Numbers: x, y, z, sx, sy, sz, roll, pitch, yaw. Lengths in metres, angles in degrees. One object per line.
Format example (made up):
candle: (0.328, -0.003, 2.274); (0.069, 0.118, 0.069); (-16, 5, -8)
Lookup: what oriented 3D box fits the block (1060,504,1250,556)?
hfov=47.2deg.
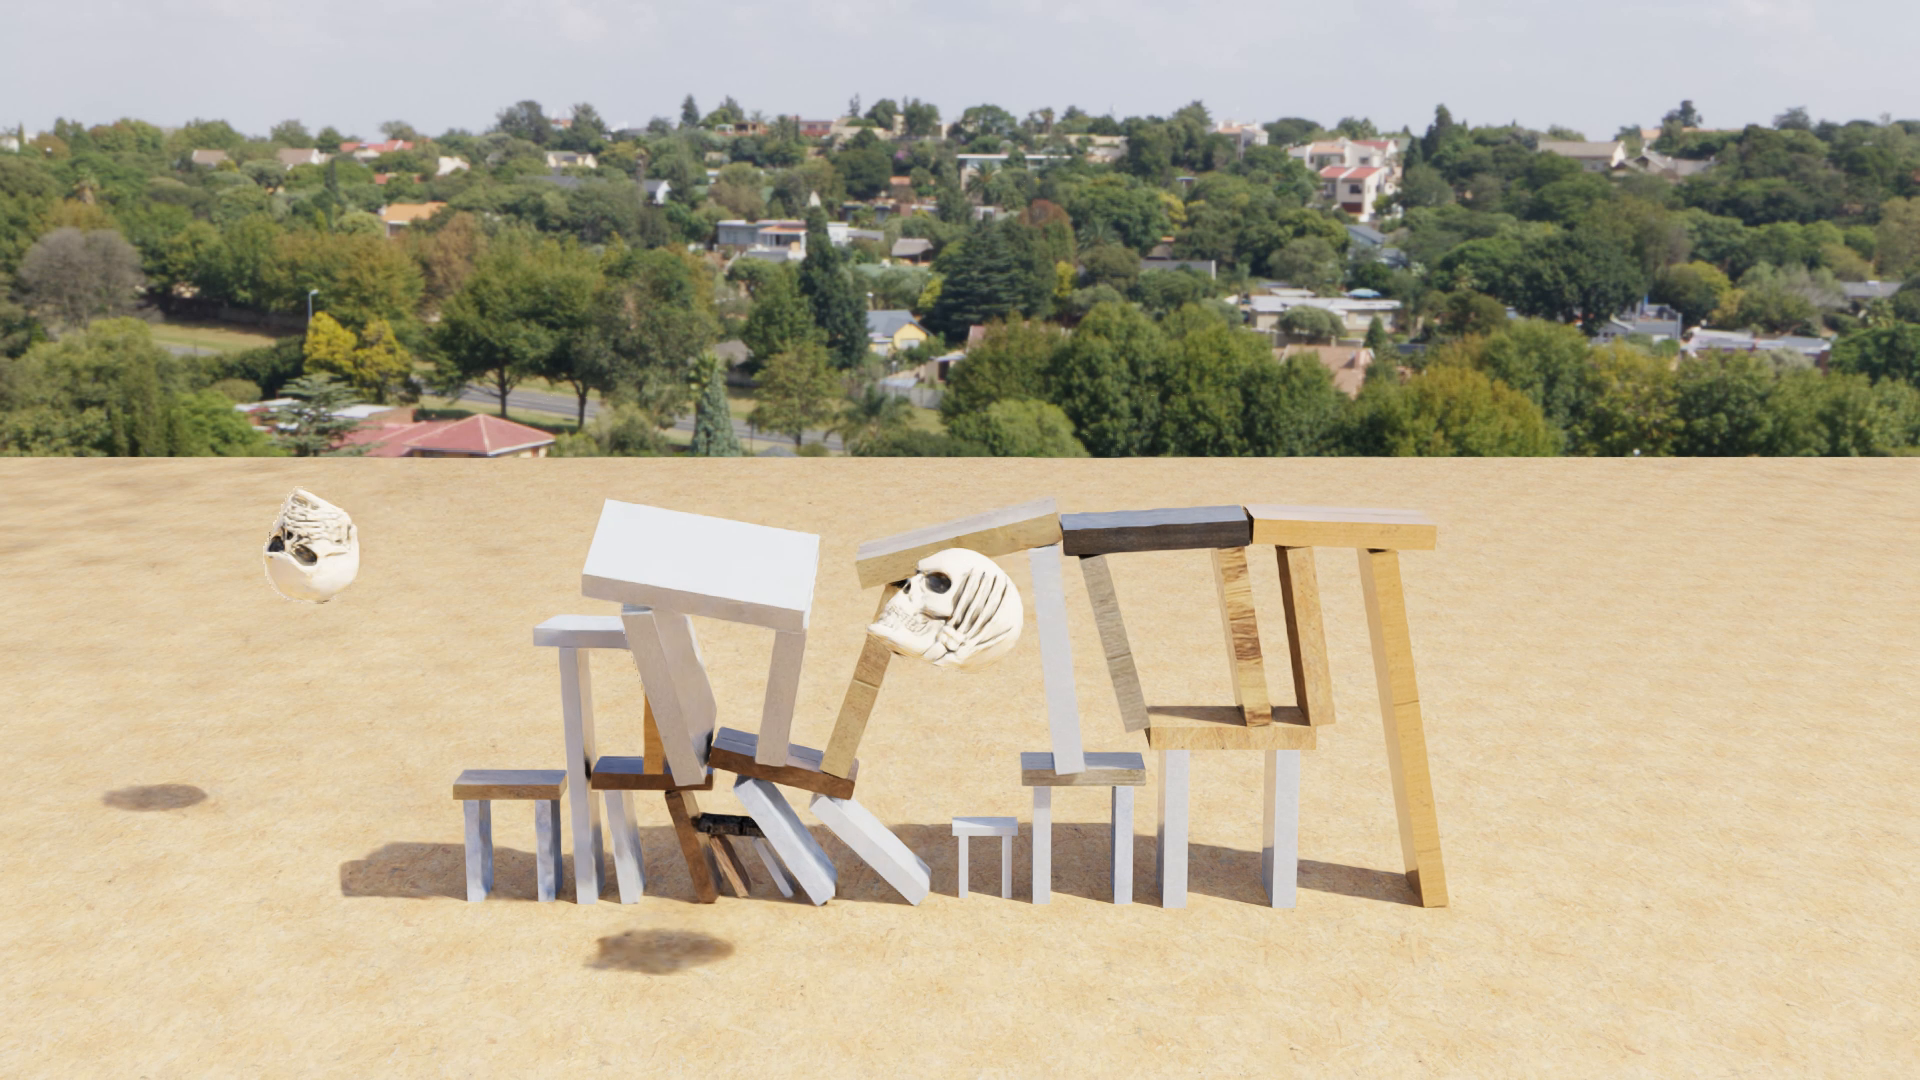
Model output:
block: (0.313, -0.017, 3.561); (0.294, 0.042, 0.147); (-3, 11, 2)

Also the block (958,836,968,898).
block: (0.006, 0.536, 3.664); (0.015, 0.108, 0.054); (0, 11, 0)

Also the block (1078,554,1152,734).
block: (0.249, 0.154, 3.593); (0.042, 0.294, 0.147); (-15, 10, 3)

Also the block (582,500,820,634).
block: (-0.392, 0.038, 3.349); (0.335, 0.047, 0.167); (10, 43, -2)

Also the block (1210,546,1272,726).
block: (0.457, 0.142, 3.591); (0.042, 0.294, 0.147); (-10, 10, 2)

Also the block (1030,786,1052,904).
block: (0.134, 0.491, 3.650); (0.029, 0.202, 0.101); (0, 11, 0)

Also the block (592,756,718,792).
block: (-0.502, 0.385, 3.625); (0.195, 0.028, 0.098); (1, 11, -1)

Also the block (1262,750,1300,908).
block: (0.531, 0.459, 3.642); (0.038, 0.268, 0.134); (0, 11, 0)

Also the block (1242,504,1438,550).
block: (0.612, -0.022, 3.570); (0.292, 0.041, 0.146); (2, 10, -1)

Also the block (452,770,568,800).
block: (-0.742, 0.404, 3.639); (0.175, 0.025, 0.088); (0, 11, 0)

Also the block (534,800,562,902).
block: (-0.683, 0.503, 3.658); (0.025, 0.175, 0.088); (0, 11, 0)

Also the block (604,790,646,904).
block: (-0.555, 0.494, 3.648); (0.028, 0.195, 0.098); (-7, 10, 1)

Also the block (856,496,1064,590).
block: (-0.001, 0.003, 3.566); (0.329, 0.047, 0.165); (-14, 10, 3)

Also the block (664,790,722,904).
block: (-0.441, 0.495, 3.647); (0.028, 0.195, 0.098); (-16, 10, 3)

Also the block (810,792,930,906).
block: (-0.148, 0.497, 3.649); (0.239, 0.034, 0.120); (43, 8, -7)

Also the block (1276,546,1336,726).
block: (0.563, 0.143, 3.591); (0.041, 0.292, 0.146); (-9, 10, 1)

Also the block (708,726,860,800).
block: (-0.289, 0.368, 3.627); (0.239, 0.034, 0.120); (14, 11, -2)

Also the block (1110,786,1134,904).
block: (0.269, 0.491, 3.650); (0.029, 0.202, 0.101); (0, 11, 0)

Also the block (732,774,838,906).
block: (-0.288, 0.484, 3.645); (0.034, 0.239, 0.120); (-34, 9, 6)

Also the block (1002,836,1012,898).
block: (0.078, 0.536, 3.664); (0.015, 0.108, 0.054); (0, 11, 0)

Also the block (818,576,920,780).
block: (-0.146, 0.214, 3.617); (0.047, 0.329, 0.165); (20, 11, 0)

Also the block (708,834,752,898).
block: (-0.382, 0.536, 3.661); (0.016, 0.113, 0.057); (-26, 9, 5)

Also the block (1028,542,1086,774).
block: (0.155, 0.179, 3.592); (0.047, 0.373, 0.165); (-7, 10, 1)

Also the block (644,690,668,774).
block: (-0.494, 0.268, 3.602); (0.030, 0.209, 0.104); (2, 11, 1)

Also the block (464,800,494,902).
block: (-0.800, 0.503, 3.658); (0.025, 0.176, 0.088); (0, 11, 0)

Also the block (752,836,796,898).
block: (-0.309, 0.537, 3.661); (0.016, 0.113, 0.057); (-29, 9, 5)

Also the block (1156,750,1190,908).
block: (0.352, 0.459, 3.642); (0.038, 0.268, 0.134); (0, 11, 0)

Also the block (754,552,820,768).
block: (-0.276, 0.189, 3.498); (0.047, 0.335, 0.167); (9, 44, -4)

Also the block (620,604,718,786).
block: (-0.457, 0.198, 3.488); (0.047, 0.385, 0.167); (-4, 42, 7)

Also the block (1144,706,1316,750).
block: (0.441, 0.308, 3.614); (0.268, 0.038, 0.134); (0, 11, 0)

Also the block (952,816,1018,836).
block: (0.042, 0.475, 3.652); (0.108, 0.015, 0.054); (0, 11, 0)

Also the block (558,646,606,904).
block: (-0.623, 0.377, 3.630); (0.030, 0.432, 0.104); (-2, 11, 0)

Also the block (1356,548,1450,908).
block: (0.727, 0.296, 3.619); (0.041, 0.598, 0.146); (-10, 10, 2)

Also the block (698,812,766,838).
block: (-0.375, 0.473, 3.649); (0.113, 0.016, 0.057); (4, 11, -1)

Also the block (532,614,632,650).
block: (-0.577, 0.150, 3.585); (0.209, 0.030, 0.104); (1, 11, 12)

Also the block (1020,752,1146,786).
block: (0.201, 0.378, 3.629); (0.202, 0.029, 0.101); (0, 11, 0)
